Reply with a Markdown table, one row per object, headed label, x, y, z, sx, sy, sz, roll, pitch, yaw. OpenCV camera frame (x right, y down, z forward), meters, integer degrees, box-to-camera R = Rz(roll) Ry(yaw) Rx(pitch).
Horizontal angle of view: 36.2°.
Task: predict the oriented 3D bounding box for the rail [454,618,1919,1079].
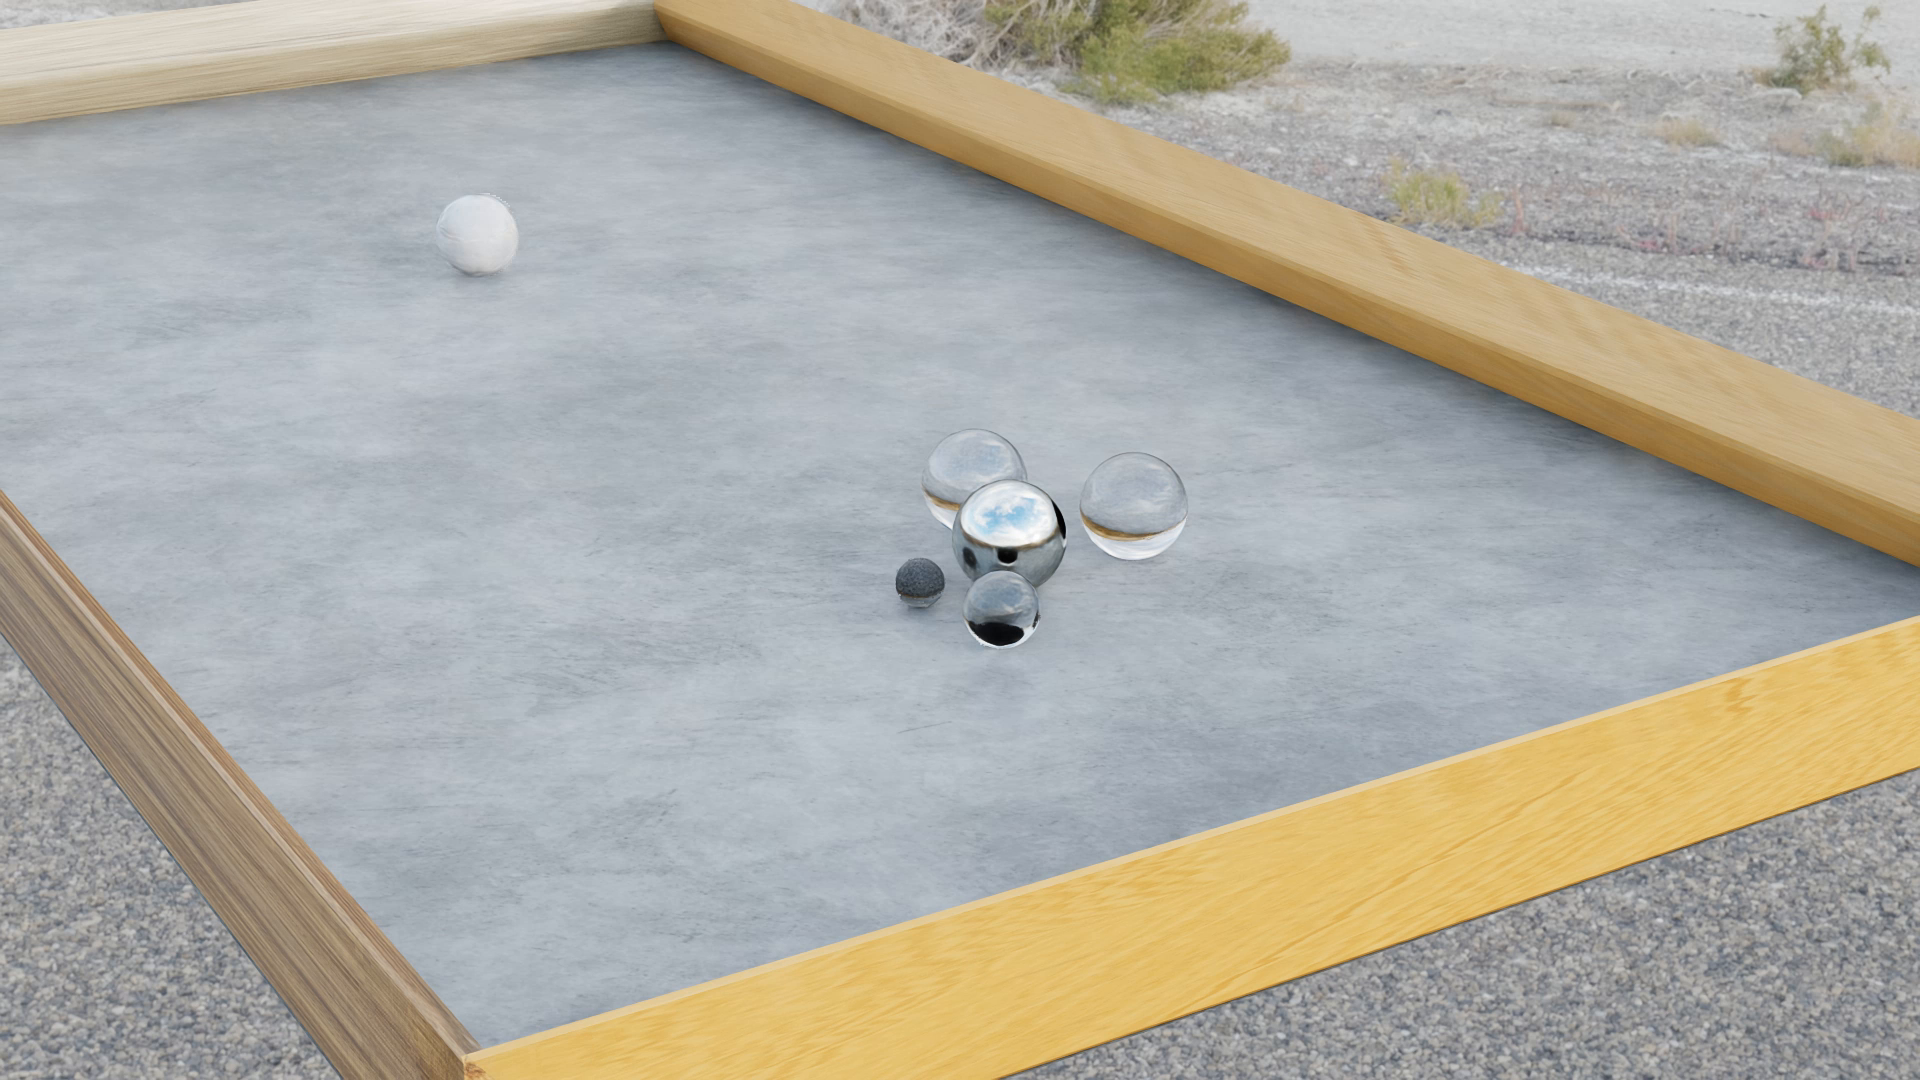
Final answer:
| label | x | y | z | sx | sy | sz | roll | pitch | yaw |
| --- | --- | --- | --- | --- | --- | --- | --- | --- | --- |
| rail | 0.327 | 0.179 | 1.896 | 1.397 | 0.122 | 0.045 | -13 | 26 | -29 |

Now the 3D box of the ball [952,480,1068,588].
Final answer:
| label | x | y | z | sx | sy | sz | roll | pitch | yaw |
| --- | --- | --- | --- | --- | --- | --- | --- | --- | --- |
| ball | 0.040 | -0.002 | 2.380 | 0.094 | 0.094 | 0.094 | 0 | 22 | 0 |

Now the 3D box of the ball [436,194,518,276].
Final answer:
| label | x | y | z | sx | sy | sz | roll | pitch | yaw |
| --- | --- | --- | --- | --- | --- | --- | --- | --- | --- |
| ball | -0.524 | -0.331 | 3.193 | 0.088 | 0.088 | 0.088 | 0 | 22 | 0 |

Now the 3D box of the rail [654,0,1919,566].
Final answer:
| label | x | y | z | sx | sy | sz | roll | pitch | yaw |
| --- | --- | --- | --- | --- | --- | --- | --- | --- | --- |
| rail | 0.236 | -0.365 | 3.228 | 0.045 | 0.122 | 2.594 | -13 | 26 | -29 |

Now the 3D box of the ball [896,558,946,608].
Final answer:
| label | x | y | z | sx | sy | sz | roll | pitch | yaw |
| --- | --- | --- | --- | --- | --- | --- | --- | --- | --- |
| ball | -0.032 | 0.034 | 2.361 | 0.040 | 0.040 | 0.040 | 0 | 22 | 0 |

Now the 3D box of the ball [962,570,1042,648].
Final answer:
| label | x | y | z | sx | sy | sz | roll | pitch | yaw |
| --- | --- | --- | --- | --- | --- | --- | --- | --- | --- |
| ball | 0.033 | 0.054 | 2.285 | 0.061 | 0.061 | 0.061 | 0 | 22 | 0 |

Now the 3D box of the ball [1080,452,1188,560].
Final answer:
| label | x | y | z | sx | sy | sz | roll | pitch | yaw |
| --- | --- | --- | --- | --- | --- | --- | --- | --- | --- |
| ball | 0.145 | -0.028 | 2.447 | 0.090 | 0.090 | 0.090 | 0 | 22 | 0 |

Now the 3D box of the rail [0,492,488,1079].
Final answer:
| label | x | y | z | sx | sy | sz | roll | pitch | yaw |
| --- | --- | --- | --- | --- | --- | --- | --- | --- | --- |
| rail | -0.914 | -0.098 | 2.574 | 0.045 | 0.122 | 2.594 | -13 | 26 | -29 |

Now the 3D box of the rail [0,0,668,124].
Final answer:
| label | x | y | z | sx | sy | sz | roll | pitch | yaw |
| --- | --- | --- | --- | --- | --- | --- | --- | --- | --- |
| rail | -1.005 | -0.641 | 3.906 | 1.397 | 0.122 | 0.045 | -13 | 26 | -29 |

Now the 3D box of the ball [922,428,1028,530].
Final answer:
| label | x | y | z | sx | sy | sz | roll | pitch | yaw |
| --- | --- | --- | --- | --- | --- | --- | --- | --- | --- |
| ball | 0.012 | -0.049 | 2.498 | 0.091 | 0.091 | 0.091 | 0 | 22 | 0 |
